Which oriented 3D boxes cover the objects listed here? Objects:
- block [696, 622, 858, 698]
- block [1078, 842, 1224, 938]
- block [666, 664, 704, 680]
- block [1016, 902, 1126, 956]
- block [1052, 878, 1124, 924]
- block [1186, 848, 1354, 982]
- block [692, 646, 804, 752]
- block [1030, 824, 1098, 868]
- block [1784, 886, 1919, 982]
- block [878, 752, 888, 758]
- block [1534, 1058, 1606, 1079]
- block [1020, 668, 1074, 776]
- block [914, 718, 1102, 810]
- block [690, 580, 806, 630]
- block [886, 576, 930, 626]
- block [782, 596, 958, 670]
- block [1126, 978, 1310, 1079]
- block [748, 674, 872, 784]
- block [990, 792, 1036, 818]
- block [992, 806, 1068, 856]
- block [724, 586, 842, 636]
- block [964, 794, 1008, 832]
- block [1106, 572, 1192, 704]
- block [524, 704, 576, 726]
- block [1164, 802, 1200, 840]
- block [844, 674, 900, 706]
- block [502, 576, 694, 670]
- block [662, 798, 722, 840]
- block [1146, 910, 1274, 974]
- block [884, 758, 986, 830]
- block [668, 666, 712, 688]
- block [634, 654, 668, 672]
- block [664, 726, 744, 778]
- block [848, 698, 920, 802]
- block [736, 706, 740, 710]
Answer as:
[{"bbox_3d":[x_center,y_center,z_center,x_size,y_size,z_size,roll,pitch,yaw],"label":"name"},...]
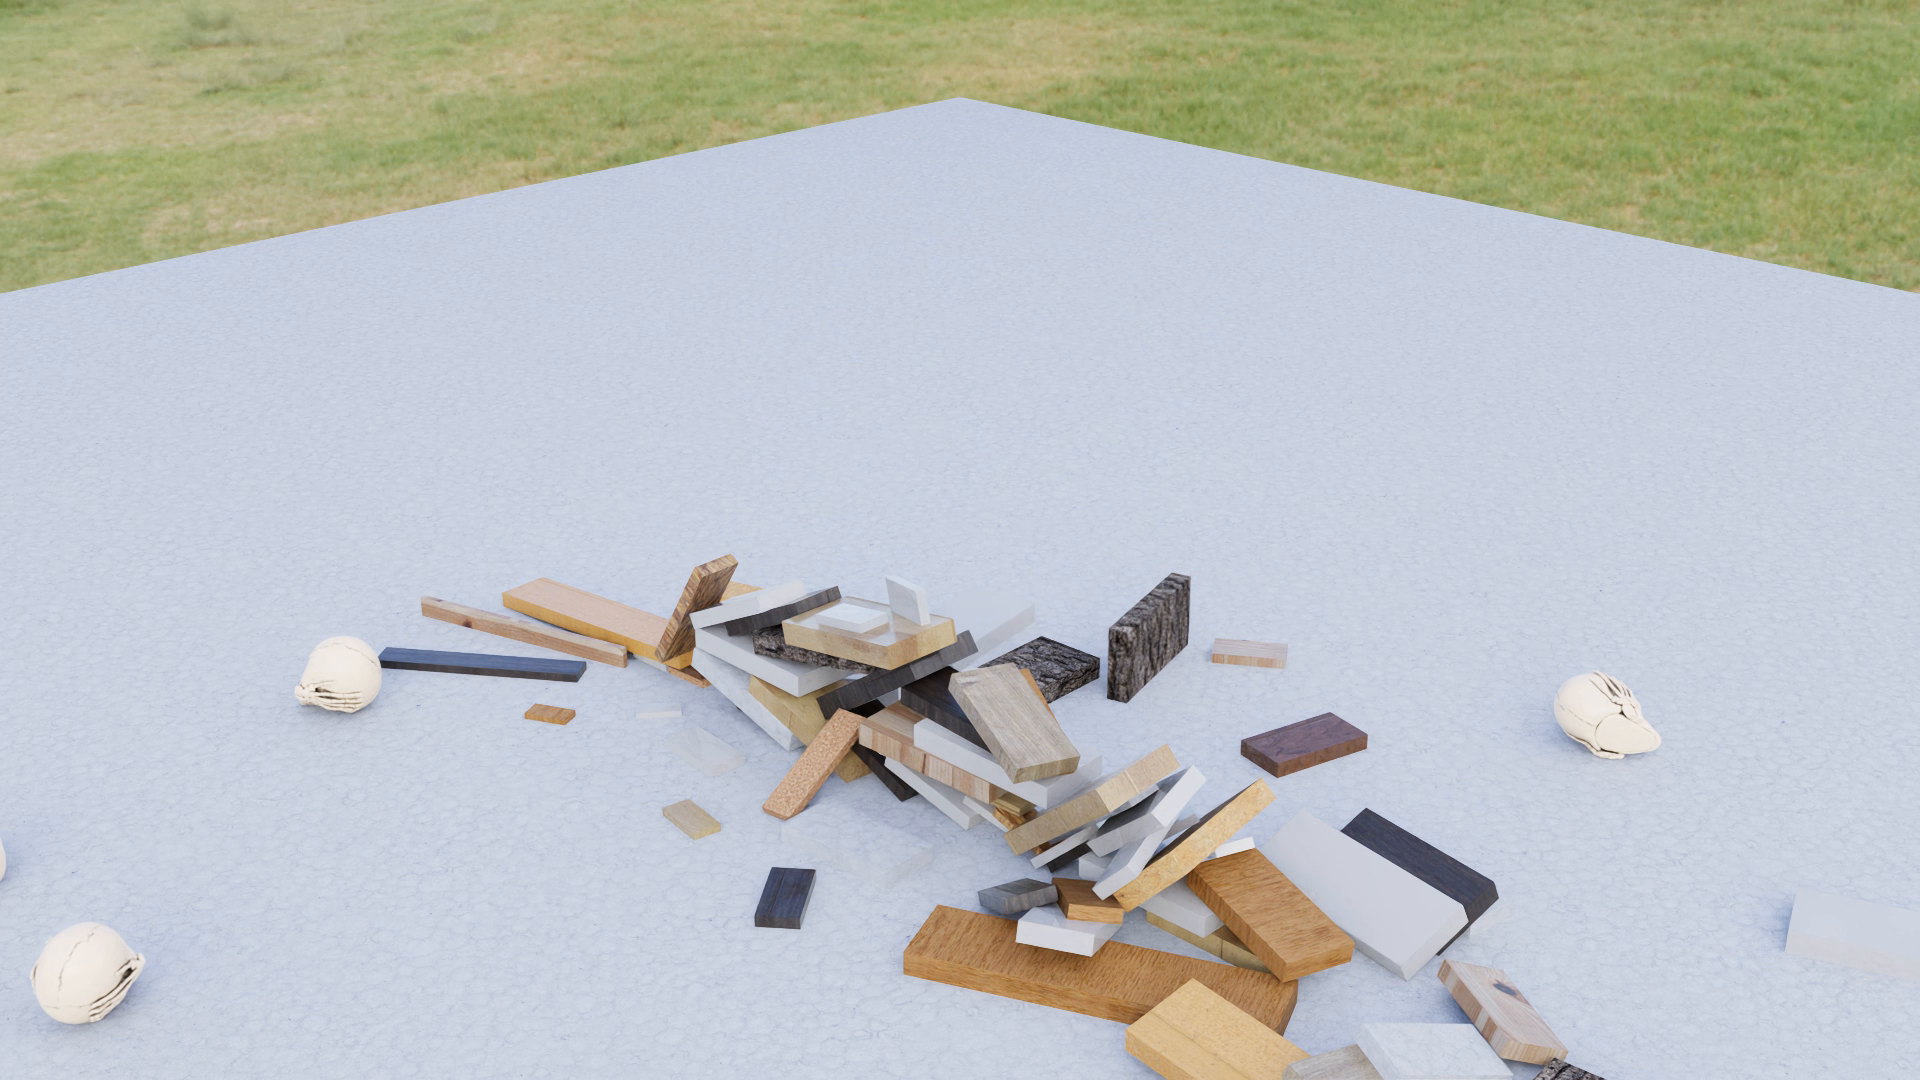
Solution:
[{"bbox_3d":[-0.401,0.238,4.787,0.341,0.048,0.171,22,31,40],"label":"block"},{"bbox_3d":[0.384,0.636,4.098,0.299,0.042,0.149,21,31,40],"label":"block"},{"bbox_3d":[-0.611,0.285,5.025,0.117,0.017,0.058,18,29,37],"label":"block"},{"bbox_3d":[0.203,0.689,3.966,0.138,0.039,0.275,8,5,15],"label":"block"},{"bbox_3d":[0.230,0.656,4.002,0.099,0.028,0.198,6,4,-7],"label":"block"},{"bbox_3d":[0.553,0.668,3.942,0.149,0.042,0.299,-10,32,-28],"label":"block"},{"bbox_3d":[-0.415,0.322,4.822,0.171,0.048,0.341,-21,46,-40],"label":"block"},{"bbox_3d":[0.203,0.589,4.225,0.072,0.021,0.145,-23,-11,-38],"label":"block"},{"bbox_3d":[1.682,0.725,3.992,0.328,0.047,0.164,10,25,22],"label":"block"},{"bbox_3d":[-0.035,0.435,4.462,0.238,0.034,0.119,20,32,33],"label":"block"},{"bbox_3d":[1.040,0.923,3.540,0.244,0.035,0.122,18,29,36],"label":"block"},{"bbox_3d":[0.116,0.354,4.256,0.131,0.037,0.263,-4,39,-22],"label":"block"},{"bbox_3d":[0.092,0.411,4.315,0.339,0.048,0.170,22,33,36],"label":"block"},{"bbox_3d":[-0.461,0.140,4.766,0.127,0.036,0.254,-22,5,-42],"label":"block"},{"bbox_3d":[-0.106,0.121,4.452,0.021,0.073,0.146,-16,17,-23],"label":"block"},{"bbox_3d":[-0.188,0.187,4.495,0.175,0.050,0.351,-21,20,-37],"label":"block"},{"bbox_3d":[0.451,0.860,3.603,0.167,0.047,0.335,-29,40,-34],"label":"block"},{"bbox_3d":[-0.280,0.375,4.700,0.171,0.048,0.341,-19,45,-39],"label":"block"},{"bbox_3d":[0.087,0.504,4.387,0.141,0.020,0.071,22,33,36],"label":"block"},{"bbox_3d":[0.139,0.567,4.347,0.071,0.020,0.141,-23,50,-40],"label":"block"},{"bbox_3d":[-0.382,0.153,4.736,0.127,0.036,0.254,-22,5,-43],"label":"block"},{"bbox_3d":[0.083,0.541,4.399,0.141,0.020,0.071,32,38,23],"label":"block"},{"bbox_3d":[0.433,0.220,5.019,0.049,0.174,0.348,12,26,26],"label":"block"},{"bbox_3d":[-0.902,0.384,4.839,0.099,0.014,0.049,8,24,18],"label":"block"},{"bbox_3d":[0.381,0.544,4.149,0.137,0.019,0.068,-27,13,0],"label":"block"},{"bbox_3d":[-0.217,0.340,4.850,0.170,0.085,0.024,3,23,8],"label":"block"},{"bbox_3d":[-0.834,0.192,5.214,0.643,0.036,0.127,15,27,39],"label":"block"},{"bbox_3d":[-0.539,0.561,4.416,0.062,0.018,0.124,-16,28,-33],"label":"block"},{"bbox_3d":[0.505,0.710,4.033,0.299,0.042,0.149,21,31,40],"label":"block"},{"bbox_3d":[-0.028,0.491,4.484,0.238,0.034,0.119,35,39,30],"label":"block"},{"bbox_3d":[-0.604,0.304,5.023,0.117,0.017,0.059,19,30,38],"label":"block"},{"bbox_3d":[-0.697,0.272,5.100,0.117,0.017,0.058,20,30,39],"label":"block"},{"bbox_3d":[-0.544,0.448,4.673,0.086,0.024,0.172,-19,29,-38],"label":"block"},{"bbox_3d":[-0.147,0.436,4.581,0.119,0.034,0.239,-19,51,-39],"label":"block"},{"bbox_3d":[-0.442,0.375,4.859,0.051,0.014,0.102,-21,31,-40],"label":"block"}]
